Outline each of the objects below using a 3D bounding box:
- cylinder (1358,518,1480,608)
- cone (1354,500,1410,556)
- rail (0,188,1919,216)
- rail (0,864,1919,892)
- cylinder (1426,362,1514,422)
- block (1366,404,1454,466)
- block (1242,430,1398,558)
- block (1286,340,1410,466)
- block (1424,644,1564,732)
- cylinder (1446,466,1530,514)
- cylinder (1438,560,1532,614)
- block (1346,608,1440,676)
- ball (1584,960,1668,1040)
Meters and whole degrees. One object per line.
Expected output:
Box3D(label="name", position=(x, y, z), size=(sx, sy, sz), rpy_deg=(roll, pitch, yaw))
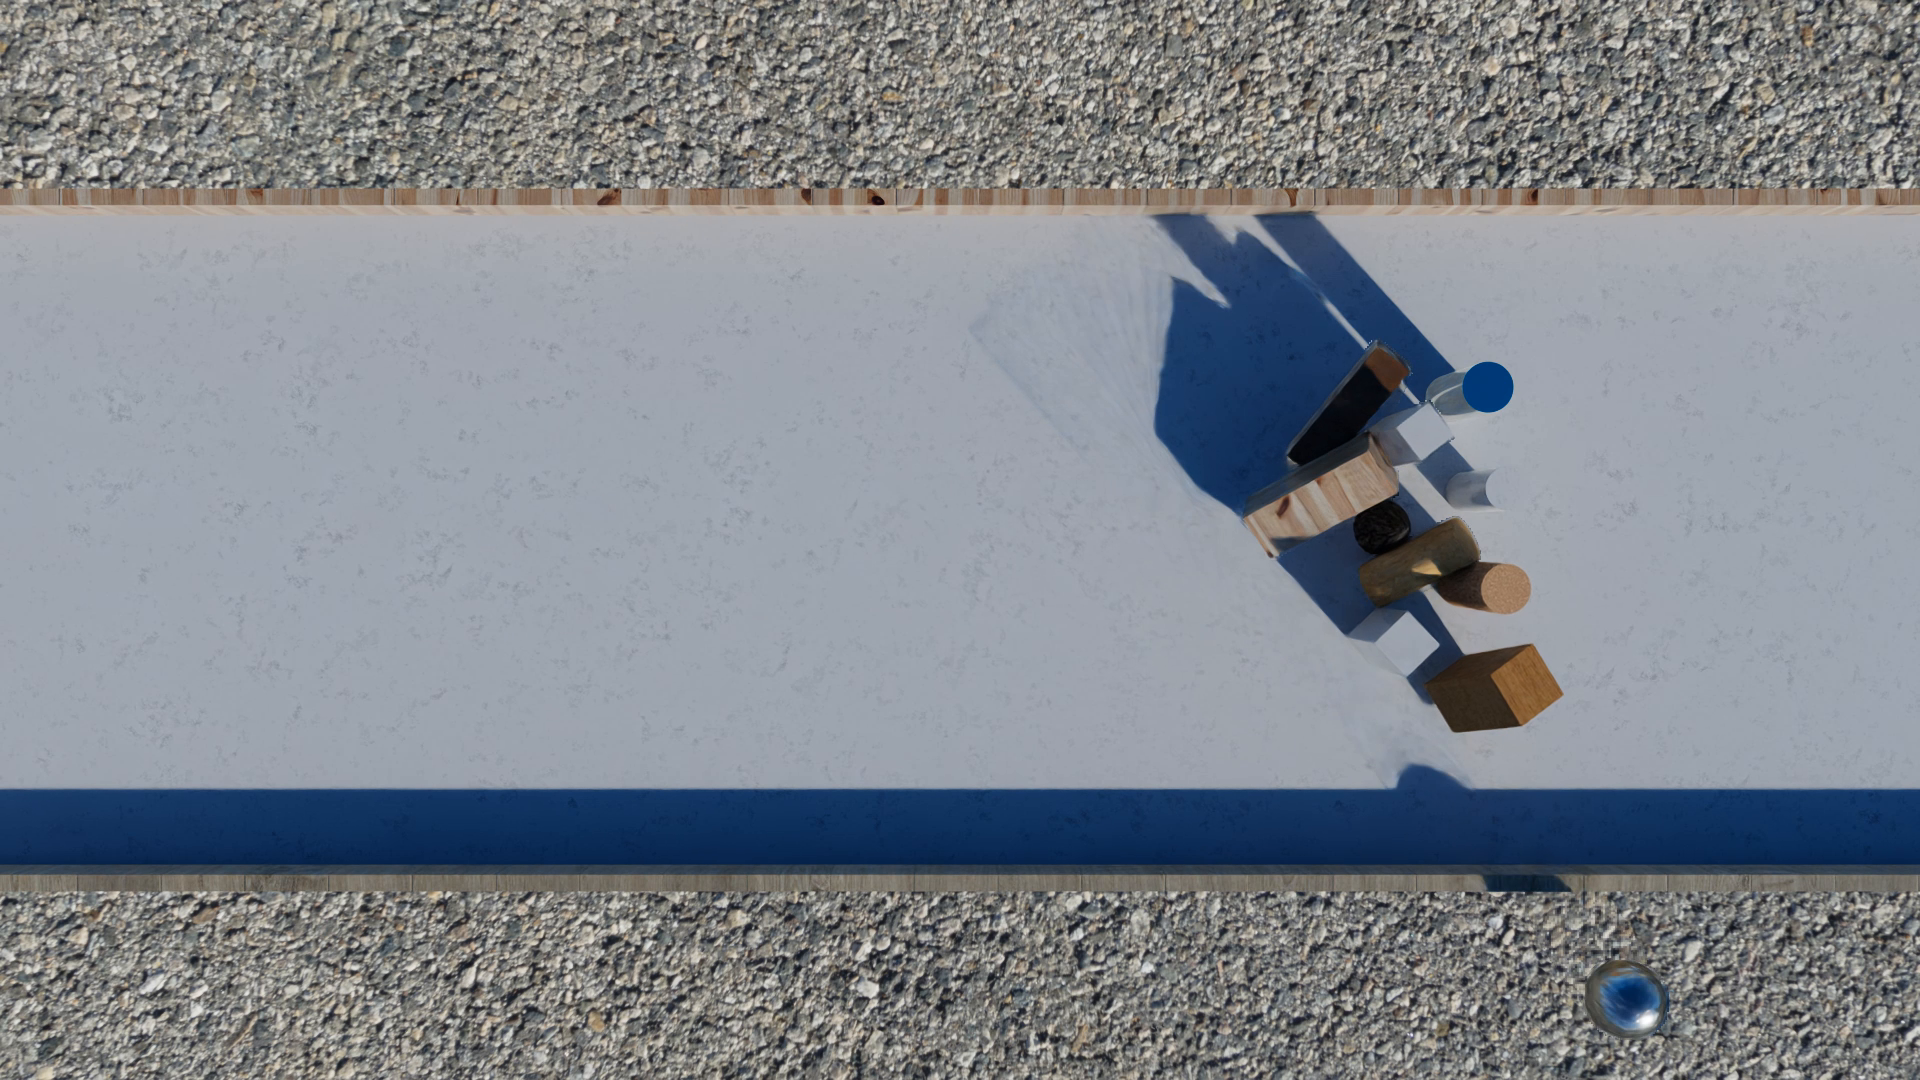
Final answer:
Box3D(label="cylinder", position=(1.370, 0.069, 4.934), size=(0.322, 0.144, 0.144), rpy_deg=(-31, 90, 30))
Box3D(label="cone", position=(1.299, -0.037, 4.920), size=(0.175, 0.313, 0.175), rpy_deg=(0, 90, 0))
Box3D(label="rail", position=(-2.247, -1.025, 5.002), size=(12.000, 0.150, 0.050), rpy_deg=(0, 90, 0))
Box3D(label="rail", position=(-2.247, 1.025, 5.001), size=(12.000, 0.150, 0.050), rpy_deg=(0, 90, 0))
Box3D(label="cylinder", position=(1.505, -0.436, 4.888), size=(0.146, 0.376, 0.146), rpy_deg=(0, 90, 0))
Box3D(label="block", position=(1.298, -0.299, 4.849), size=(0.117, 0.453, 0.117), rpy_deg=(-37, 90, -2))
Box3D(label="block", position=(1.068, -0.134, 4.899), size=(0.423, 0.156, 0.156), rpy_deg=(-30, 106, 25))
Box3D(label="block", position=(1.162, -0.390, 4.948), size=(0.120, 0.120, 0.419), rpy_deg=(37, 110, 0))
Box3D(label="block", position=(1.574, 0.443, 4.882), size=(0.173, 0.353, 0.173), rpy_deg=(-31, 90, -18))
Box3D(label="cylinder", position=(1.559, -0.147, 4.884), size=(0.129, 0.384, 0.129), rpy_deg=(0, 90, 0))
Box3D(label="cylinder", position=(1.545, 0.135, 4.879), size=(0.144, 0.389, 0.144), rpy_deg=(0, 91, -2))
Box3D(label="block", position=(1.281, 0.299, 4.899), size=(0.135, 0.354, 0.135), rpy_deg=(-43, 89, 0))
Box3D(label="ball", position=(1.935, 1.335, 4.798), size=(0.224, 0.224, 0.224), rpy_deg=(0, 90, 0))
